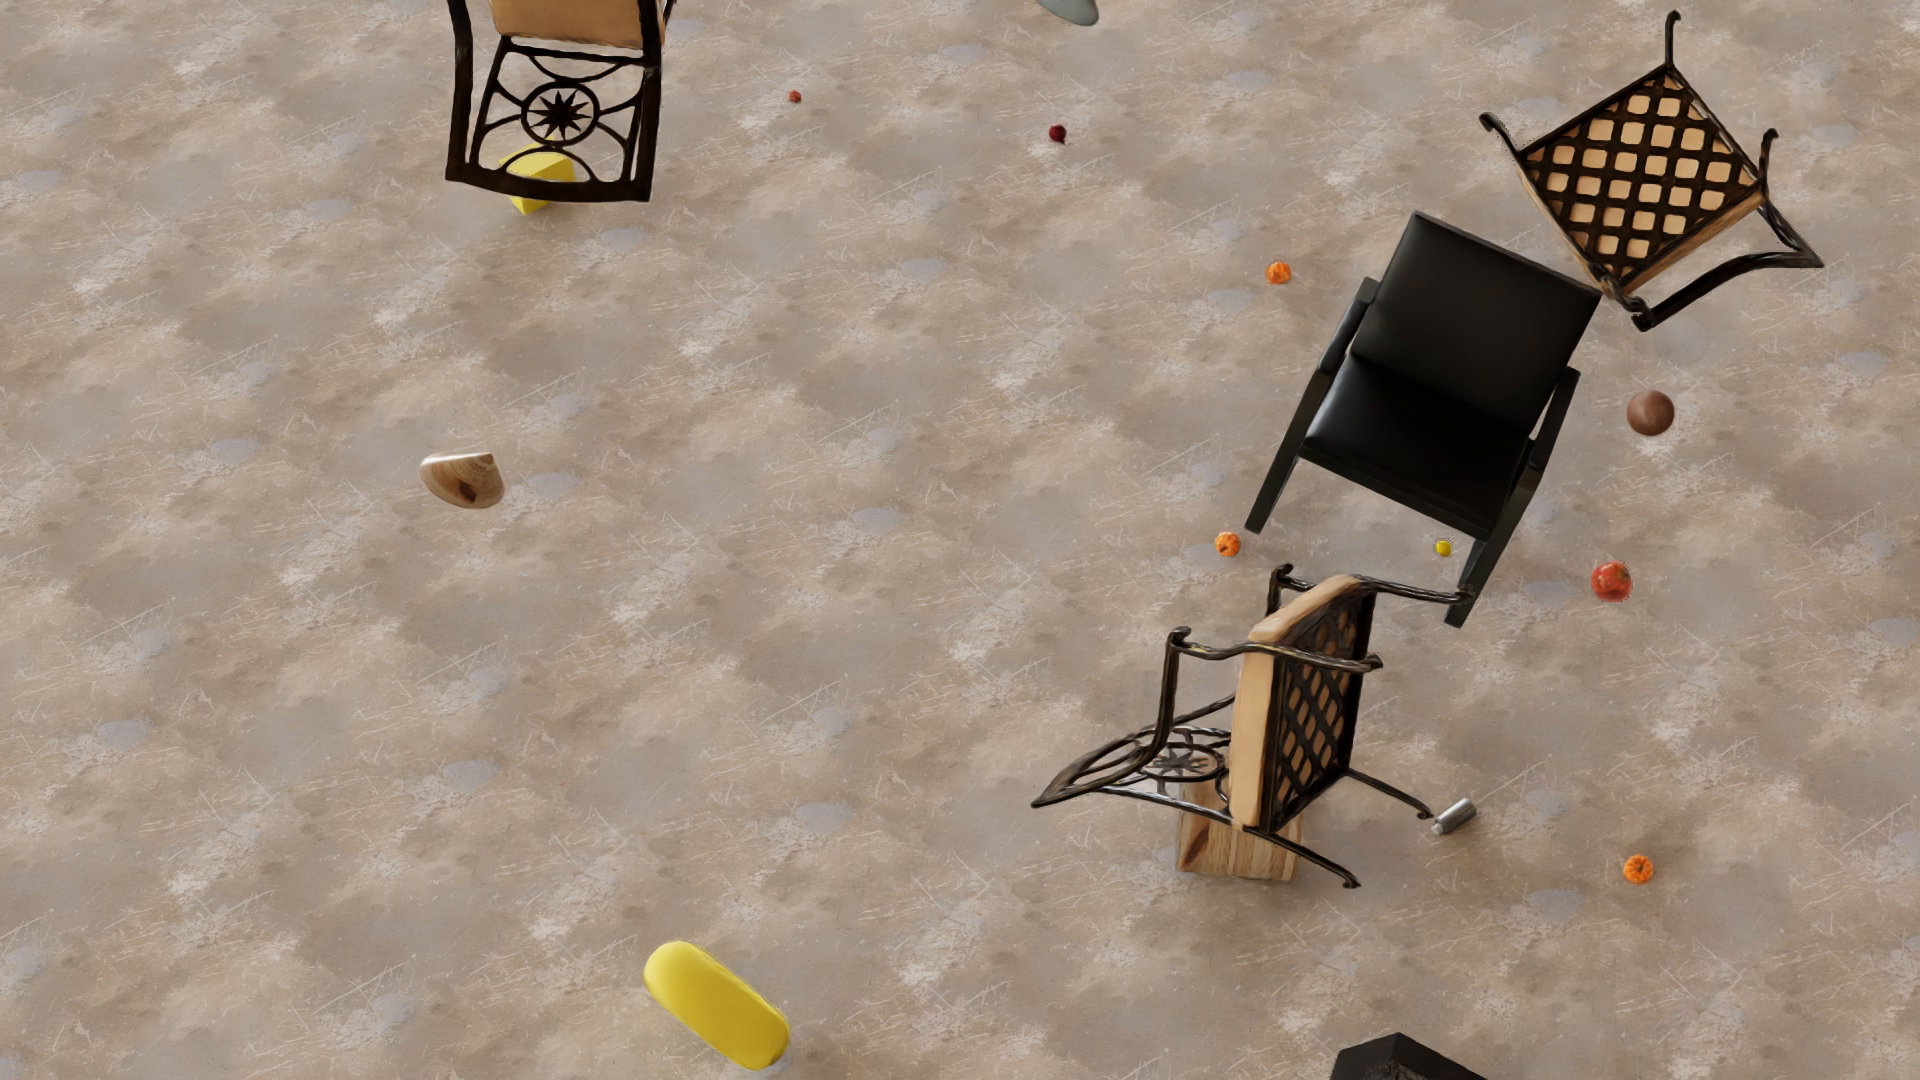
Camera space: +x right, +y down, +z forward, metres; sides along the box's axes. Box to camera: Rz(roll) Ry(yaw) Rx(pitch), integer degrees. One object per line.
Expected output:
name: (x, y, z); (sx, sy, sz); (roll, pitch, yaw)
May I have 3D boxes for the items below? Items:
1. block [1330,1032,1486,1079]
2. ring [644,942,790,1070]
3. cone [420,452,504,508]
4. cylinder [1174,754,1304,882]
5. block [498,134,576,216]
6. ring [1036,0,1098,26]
block: (1.100, 1.358, 5.429); (0.264, 0.302, 0.133); (29, 62, -7)
ring: (-0.610, 1.174, 5.537); (0.159, 0.465, 0.194); (-49, 27, -8)
cone: (-1.300, -0.198, 5.920); (0.271, 0.141, 0.182); (4, 57, -48)
cylinder: (0.746, 0.746, 5.901); (0.312, 0.273, 0.314); (5, 89, 3)
block: (-1.399, -1.211, 7.289); (0.202, 0.157, 0.121); (-32, 62, -21)
ring: (0.280, -1.859, 7.293); (0.483, 0.200, 0.078); (42, 69, 17)
